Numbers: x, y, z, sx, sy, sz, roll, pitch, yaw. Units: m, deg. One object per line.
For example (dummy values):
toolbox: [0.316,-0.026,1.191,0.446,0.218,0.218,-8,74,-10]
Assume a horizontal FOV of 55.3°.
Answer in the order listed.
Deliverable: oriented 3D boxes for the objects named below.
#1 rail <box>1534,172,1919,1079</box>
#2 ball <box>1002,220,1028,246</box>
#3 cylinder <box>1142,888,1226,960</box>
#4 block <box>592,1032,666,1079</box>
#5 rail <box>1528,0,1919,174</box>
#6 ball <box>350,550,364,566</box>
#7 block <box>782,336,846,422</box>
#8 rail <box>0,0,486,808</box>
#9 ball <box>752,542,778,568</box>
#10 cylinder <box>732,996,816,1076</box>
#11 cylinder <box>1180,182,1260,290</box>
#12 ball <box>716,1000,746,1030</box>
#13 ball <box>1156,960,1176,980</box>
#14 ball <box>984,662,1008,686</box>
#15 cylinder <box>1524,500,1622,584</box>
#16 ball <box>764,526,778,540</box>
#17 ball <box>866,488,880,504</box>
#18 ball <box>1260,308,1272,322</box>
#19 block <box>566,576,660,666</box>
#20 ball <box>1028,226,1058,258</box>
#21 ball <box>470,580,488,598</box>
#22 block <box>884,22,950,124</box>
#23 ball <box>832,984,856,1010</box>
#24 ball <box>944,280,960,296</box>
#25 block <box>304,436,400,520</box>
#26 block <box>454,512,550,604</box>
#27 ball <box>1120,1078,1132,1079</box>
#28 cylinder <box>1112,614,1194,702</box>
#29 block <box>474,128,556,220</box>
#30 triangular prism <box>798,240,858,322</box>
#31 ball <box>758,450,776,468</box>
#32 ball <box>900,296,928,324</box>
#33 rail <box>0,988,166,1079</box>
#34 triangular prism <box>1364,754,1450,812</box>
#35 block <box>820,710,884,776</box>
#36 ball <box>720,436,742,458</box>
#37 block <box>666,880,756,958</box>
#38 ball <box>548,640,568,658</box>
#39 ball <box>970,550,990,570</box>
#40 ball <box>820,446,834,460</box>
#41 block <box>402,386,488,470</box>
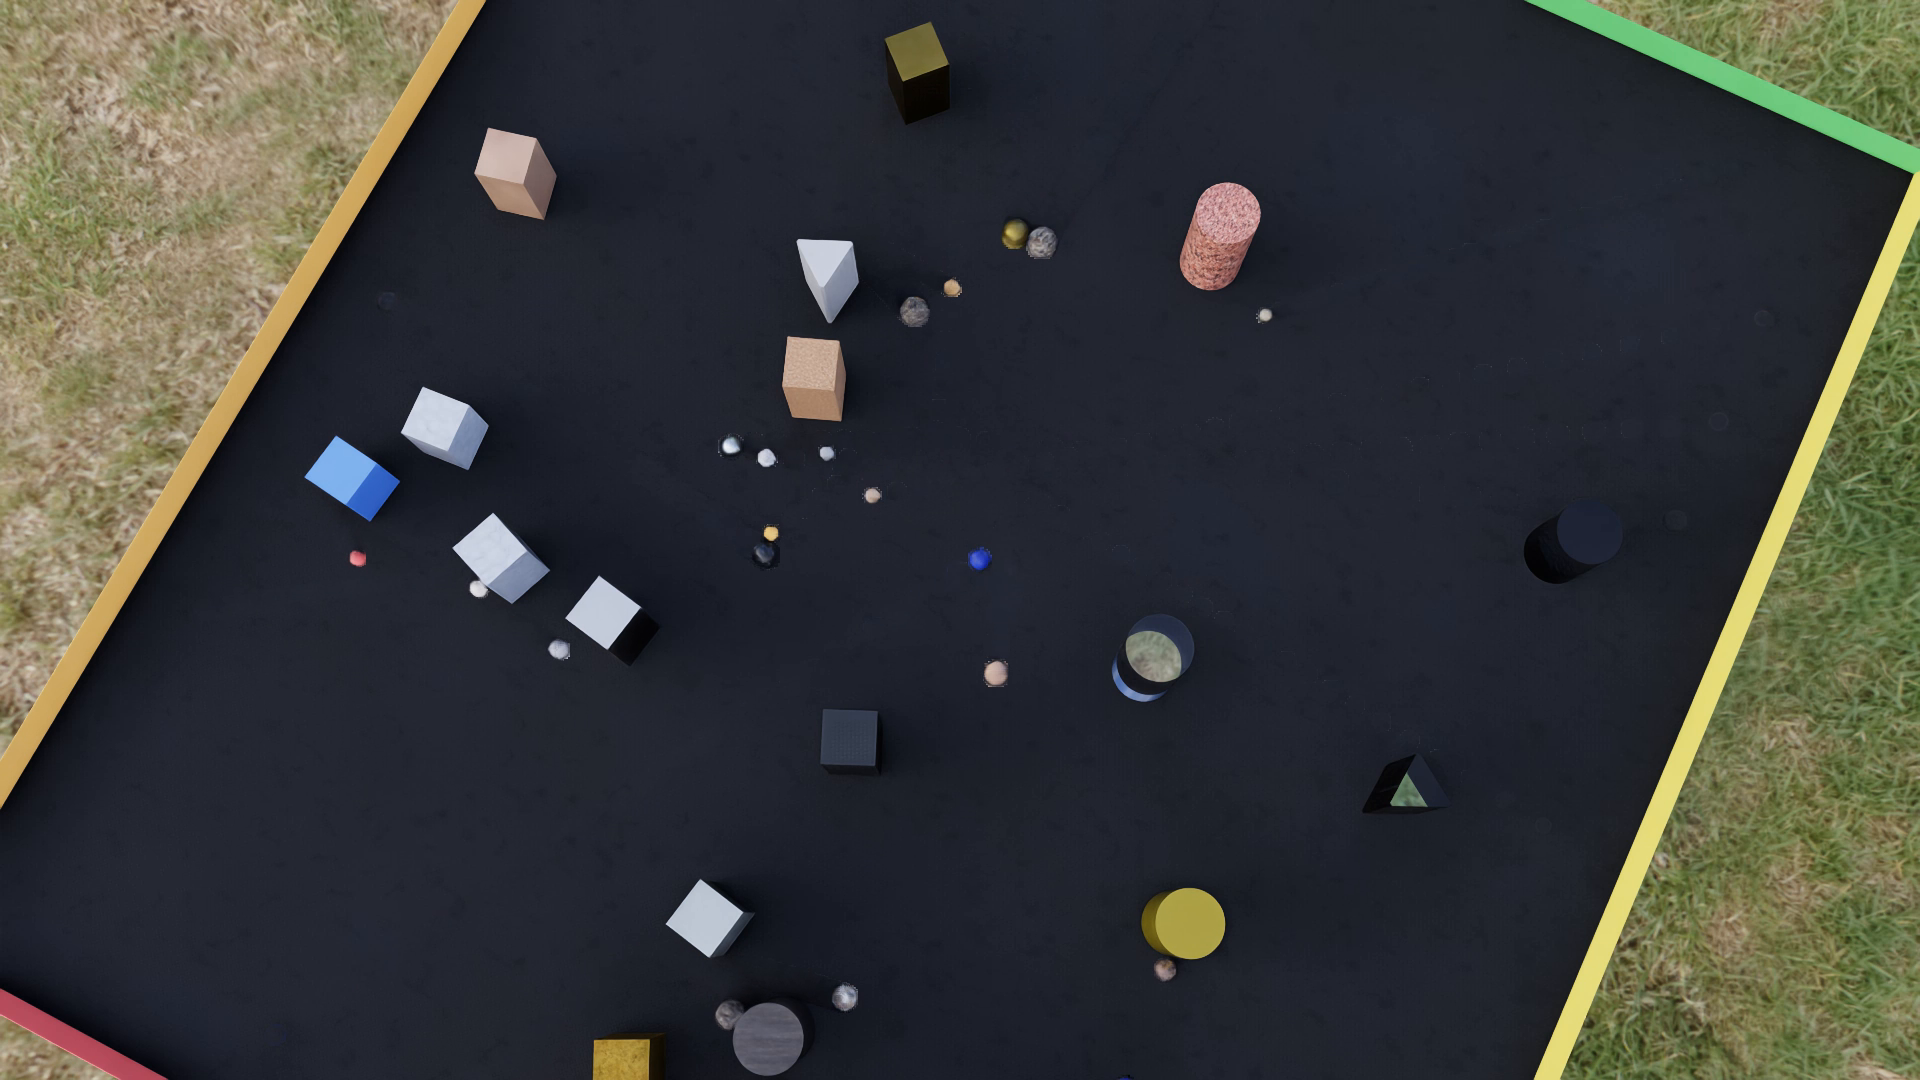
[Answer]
rail: [1.958,0.965,5.352,0.045,0.124,4.918,26,80,5]
ball: [0.174,-0.967,5.773,0.086,0.086,0.086,0,78,0]
cylinder: [0.628,1.085,5.189,0.191,0.398,0.191,0,78,0]
block: [-0.928,1.477,5.162,0.153,0.292,0.153,-1,78,0]
rail: [1.089,-2.127,5.992,4.426,0.124,0.045,26,80,5]
ball: [-1.837,0.055,5.582,0.045,0.045,0.045,0,78,0]
block: [-0.438,-0.484,5.544,0.153,0.337,0.153,5,78,1]
rail: [-1.958,-0.952,5.749,0.045,0.124,4.918,26,80,5]
ball: [-0.591,0.046,5.566,0.081,0.081,0.081,0,78,0]
cylinder: [-0.516,1.384,5.127,0.191,0.397,0.191,0,78,0]
cylinder: [0.790,-0.922,5.599,0.191,0.408,0.191,0,78,0]
ball: [-0.661,1.370,5.290,0.084,0.084,0.084,0,78,0]
ball: [0.599,1.250,5.327,0.060,0.060,0.060,0,78,0]
ball: [0.109,0.401,5.496,0.073,0.073,0.073,0,78,0]
cylinder: [1.820,0.009,5.452,0.191,0.319,0.191,0,78,0]
ball: [-0.577,-0.020,5.597,0.044,0.044,0.044,0,78,0]
ball: [-0.268,-0.135,5.621,0.046,0.046,0.046,0,78,0]
ball: [0.958,-0.704,5.741,0.042,0.042,0.042,0,78,0]
block: [-1.014,0.243,5.383,0.153,0.358,0.153,36,81,7]
ball: [0.259,-0.936,5.761,0.095,0.095,0.095,0,78,0]
ball: [-1.461,0.147,5.559,0.053,0.053,0.053,0,78,0]
block: [-0.132,-1.463,5.759,0.153,0.314,0.153,-21,79,-4]
ball: [-0.335,1.325,5.305,0.072,0.072,0.072,0,78,0]
ball: [-0.026,-0.793,5.755,0.050,0.050,0.050,0,78,0]
block: [-1.833,-0.183,5.537,0.153,0.230,0.153,33,80,6]
block: [-1.359,0.058,5.448,0.153,0.307,0.153,-42,81,-8]
ball: [0.474,1.581,5.249,0.080,0.080,0.080,0,78,0]
cylinder: [0.554,0.346,5.306,0.191,0.467,0.191,0,78,0]
block: [-1.380,-1.137,5.705,0.153,0.288,0.153,13,79,3]
triangular prism: [-0.425,-0.821,5.615,0.143,0.336,0.165,32,80,6]
ball: [-0.596,-0.252,5.641,0.055,0.055,0.055,0,78,0]
ball: [-0.142,-0.716,5.719,0.089,0.089,0.089,0,78,0]
rail: [-1.089,2.140,5.110,4.426,0.124,0.045,26,80,5]
triangular prism: [1.280,0.703,5.283,0.165,0.368,0.143,0,78,0]
block: [-0.310,0.589,5.302,0.153,0.377,0.153,2,78,0]
ball: [-0.704,-0.288,5.640,0.070,0.070,0.070,0,78,0]
block: [-0.708,1.080,5.231,0.153,0.317,0.153,36,81,7]
ball: [-1.209,0.328,5.519,0.058,0.058,0.058,0,78,0]
ball: [0.060,0.060,5.572,0.063,0.063,0.063,0,78,0]
ball: [-0.411,-0.267,5.649,0.044,0.044,0.044,0,78,0]
block: [-1.562,-0.337,5.567,0.153,0.234,0.153,21,79,4]
